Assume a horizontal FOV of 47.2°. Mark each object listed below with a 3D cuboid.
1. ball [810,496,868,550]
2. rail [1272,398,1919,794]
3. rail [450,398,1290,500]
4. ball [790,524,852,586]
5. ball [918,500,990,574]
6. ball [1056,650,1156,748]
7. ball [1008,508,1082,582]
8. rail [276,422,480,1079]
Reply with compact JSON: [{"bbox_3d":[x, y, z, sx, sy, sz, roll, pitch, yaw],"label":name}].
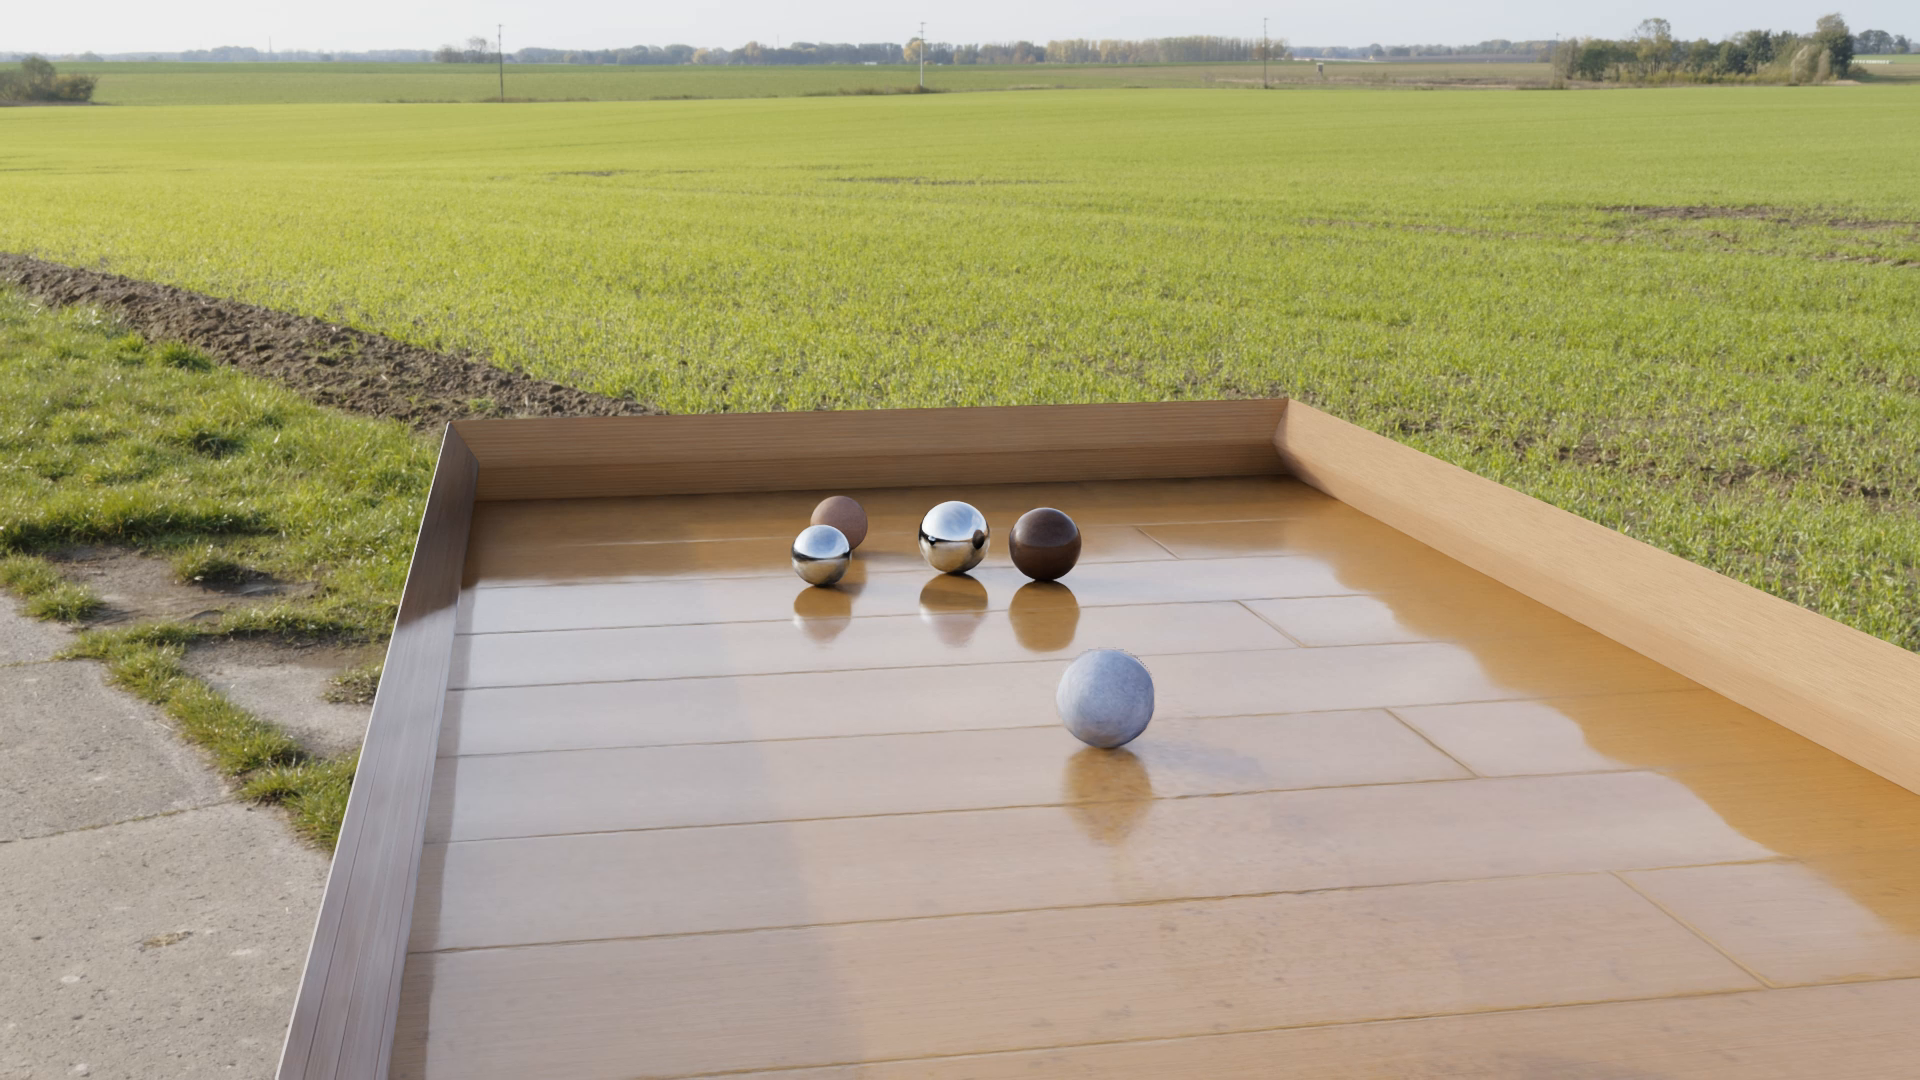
[{"bbox_3d":[-0.168,-0.022,3.055,0.080,0.080,0.080,0,12,0],"label":"ball"},{"bbox_3d":[0.774,0.086,2.411,0.045,0.126,2.634,-2,12,-10],"label":"rail"},{"bbox_3d":[-0.118,-0.144,3.536,1.373,0.126,0.045,-2,12,-10],"label":"rail"},{"bbox_3d":[-0.180,0.020,2.853,0.080,0.080,0.080,0,12,0],"label":"ball"},{"bbox_3d":[-0.008,-0.004,2.925,0.097,0.097,0.097,0,12,0],"label":"ball"},{"bbox_3d":[0.143,0.155,2.150,0.096,0.096,0.096,0,12,0],"label":"ball"},{"bbox_3d":[0.111,0.006,2.881,0.096,0.096,0.096,0,12,0],"label":"ball"},{"bbox_3d":[-0.529,0.135,2.170,0.045,0.126,2.634,-2,12,-10],"label":"rail"}]
